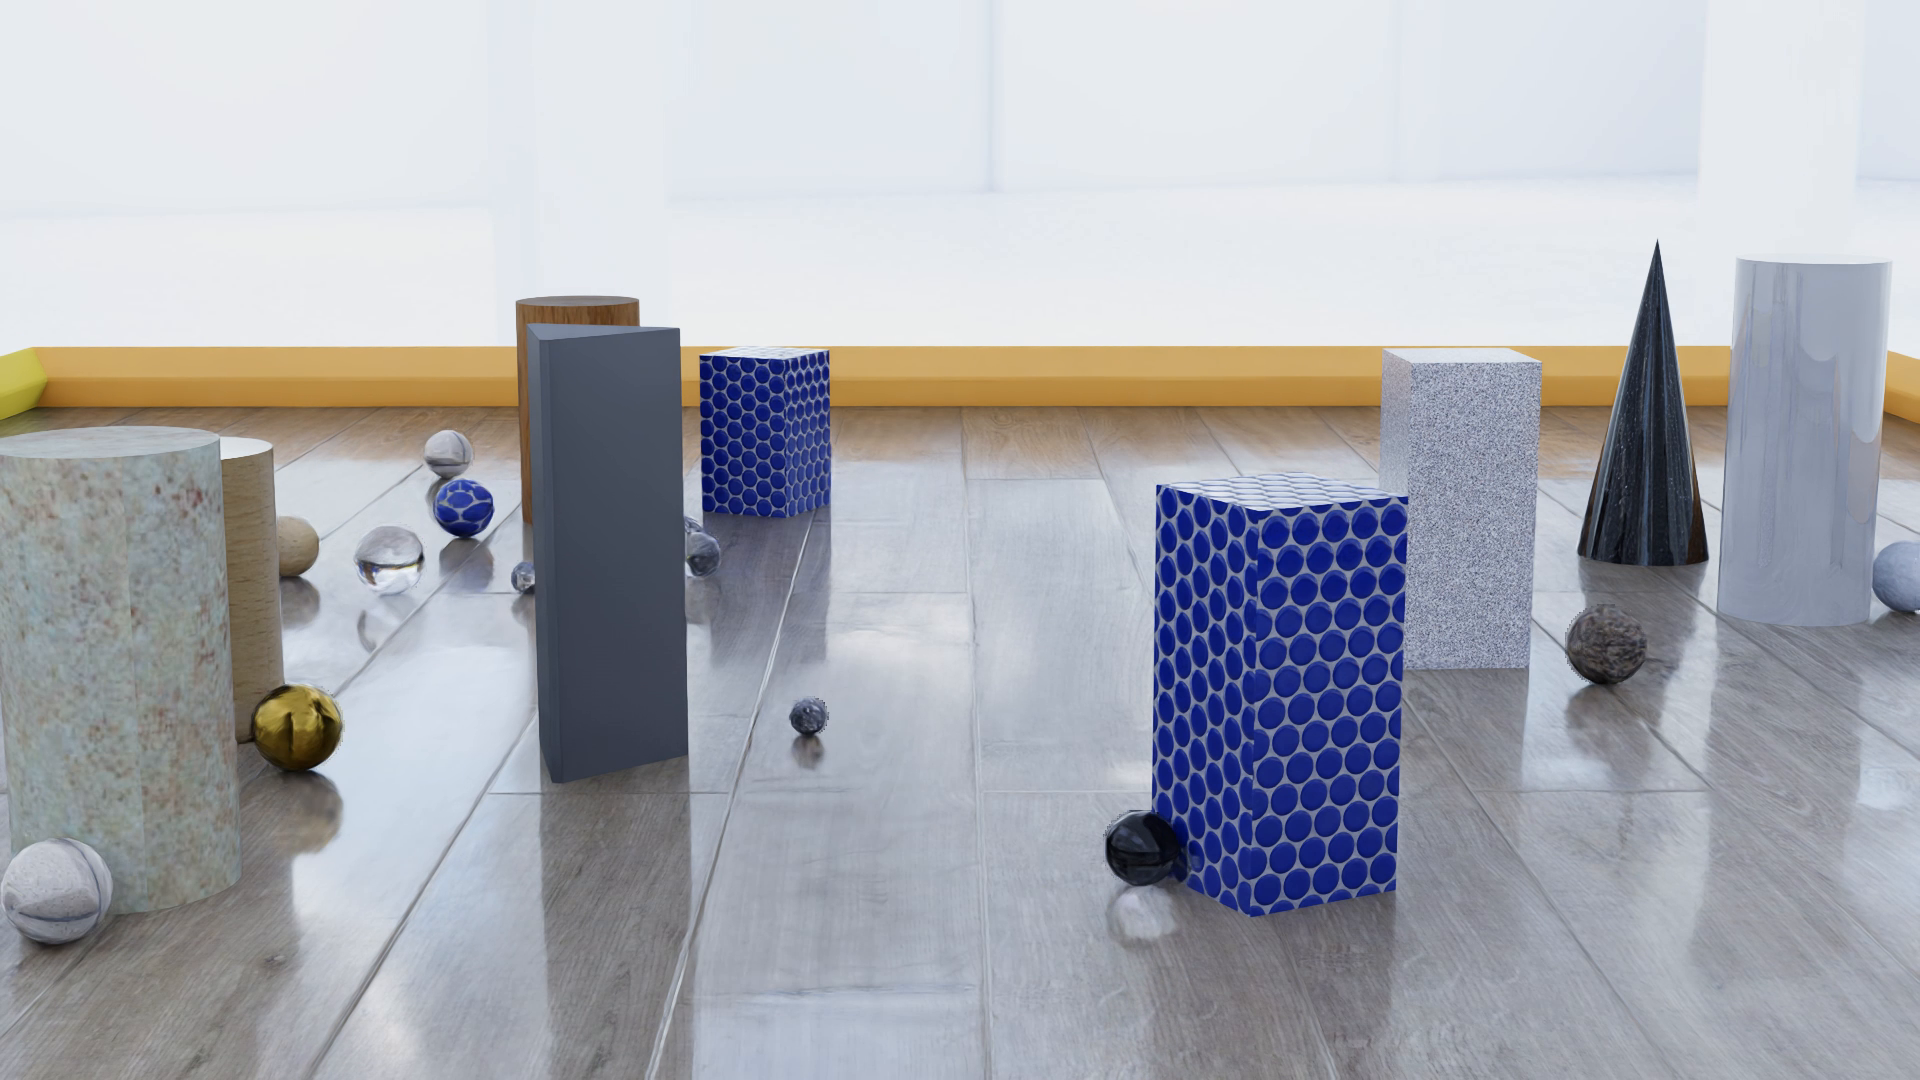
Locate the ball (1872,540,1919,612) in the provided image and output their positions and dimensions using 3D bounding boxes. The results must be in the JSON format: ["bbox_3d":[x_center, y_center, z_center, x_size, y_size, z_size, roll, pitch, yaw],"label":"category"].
[{"bbox_3d":[1.277,0.048,3.458,0.097,0.097,0.097,0,10,0],"label":"ball"}]

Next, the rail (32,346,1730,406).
[{"bbox_3d":[-0.012,-0.350,5.518,3.970,0.128,0.045,0,10,0],"label":"rail"}]

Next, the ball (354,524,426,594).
[{"bbox_3d":[-0.793,0.027,3.570,0.099,0.099,0.099,0,10,0],"label":"ball"}]

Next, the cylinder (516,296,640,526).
[{"bbox_3d":[-0.613,-0.210,4.148,0.198,0.354,0.198,0,10,0],"label":"cylinder"}]

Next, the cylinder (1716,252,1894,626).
[{"bbox_3d":[1.126,-0.138,3.425,0.198,0.475,0.198,0,10,0],"label":"cylinder"}]

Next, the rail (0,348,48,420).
[{"bbox_3d":[-1.961,0.035,3.438,0.045,0.128,4.256,0,10,0],"label":"rail"}]

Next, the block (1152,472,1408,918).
[{"bbox_3d":[0.283,0.132,2.294,0.158,0.357,0.158,-6,12,-28],"label":"block"}]

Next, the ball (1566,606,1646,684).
[{"bbox_3d":[0.769,0.126,3.052,0.093,0.093,0.093,0,10,0],"label":"ball"}]

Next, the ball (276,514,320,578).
[{"bbox_3d":[-0.968,0.008,3.693,0.090,0.090,0.090,0,10,0],"label":"ball"}]

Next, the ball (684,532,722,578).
[{"bbox_3d":[-0.376,0.022,3.683,0.067,0.067,0.067,0,10,0],"label":"ball"}]

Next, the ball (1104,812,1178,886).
[{"bbox_3d":[0.163,0.277,2.305,0.067,0.067,0.067,0,10,0],"label":"ball"}]

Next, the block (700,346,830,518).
[{"bbox_3d":[-0.322,-0.182,4.257,0.158,0.260,0.158,5,11,24],"label":"block"}]

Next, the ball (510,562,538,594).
[{"bbox_3d":[-0.603,0.053,3.576,0.046,0.046,0.046,0,10,0],"label":"ball"}]

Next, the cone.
[{"bbox_3d":[1.030,-0.214,3.832,0.198,0.477,0.198,0,10,0],"label":"cone"}]

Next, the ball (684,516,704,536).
[{"bbox_3d":[-0.413,0.002,3.757,0.079,0.079,0.079,0,10,0],"label":"ball"}]

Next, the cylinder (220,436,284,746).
[{"bbox_3d":[-0.852,0.055,2.826,0.198,0.313,0.198,0,10,0],"label":"cylinder"}]

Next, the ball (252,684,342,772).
[{"bbox_3d":[-0.692,0.195,2.678,0.092,0.092,0.092,0,10,0],"label":"ball"}]

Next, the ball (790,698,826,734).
[{"bbox_3d":[-0.167,0.194,2.825,0.040,0.040,0.040,0,10,0],"label":"ball"}]

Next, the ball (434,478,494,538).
[{"bbox_3d":[-0.774,-0.050,4.001,0.093,0.093,0.093,0,10,0],"label":"ball"}]

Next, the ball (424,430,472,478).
[{"bbox_3d":[-0.914,-0.154,4.581,0.085,0.085,0.085,0,10,0],"label":"ball"}]

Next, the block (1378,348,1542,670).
[{"bbox_3d":[0.614,-0.042,3.180,0.158,0.376,0.158,-1,11,-3],"label":"block"}]

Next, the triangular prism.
[{"bbox_3d":[-0.404,0.005,2.704,0.171,0.457,0.148,-10,14,-43],"label":"triangular prism"}]

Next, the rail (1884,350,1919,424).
[{"bbox_3d":[1.961,0.031,3.460,0.045,0.128,4.256,0,10,0],"label":"rail"}]

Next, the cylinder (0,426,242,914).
[{"bbox_3d":[-0.752,0.111,2.288,0.198,0.401,0.198,0,10,0],"label":"cylinder"}]

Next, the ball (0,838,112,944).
[{"bbox_3d":[-0.758,0.294,2.154,0.089,0.089,0.089,0,10,0],"label":"ball"}]
